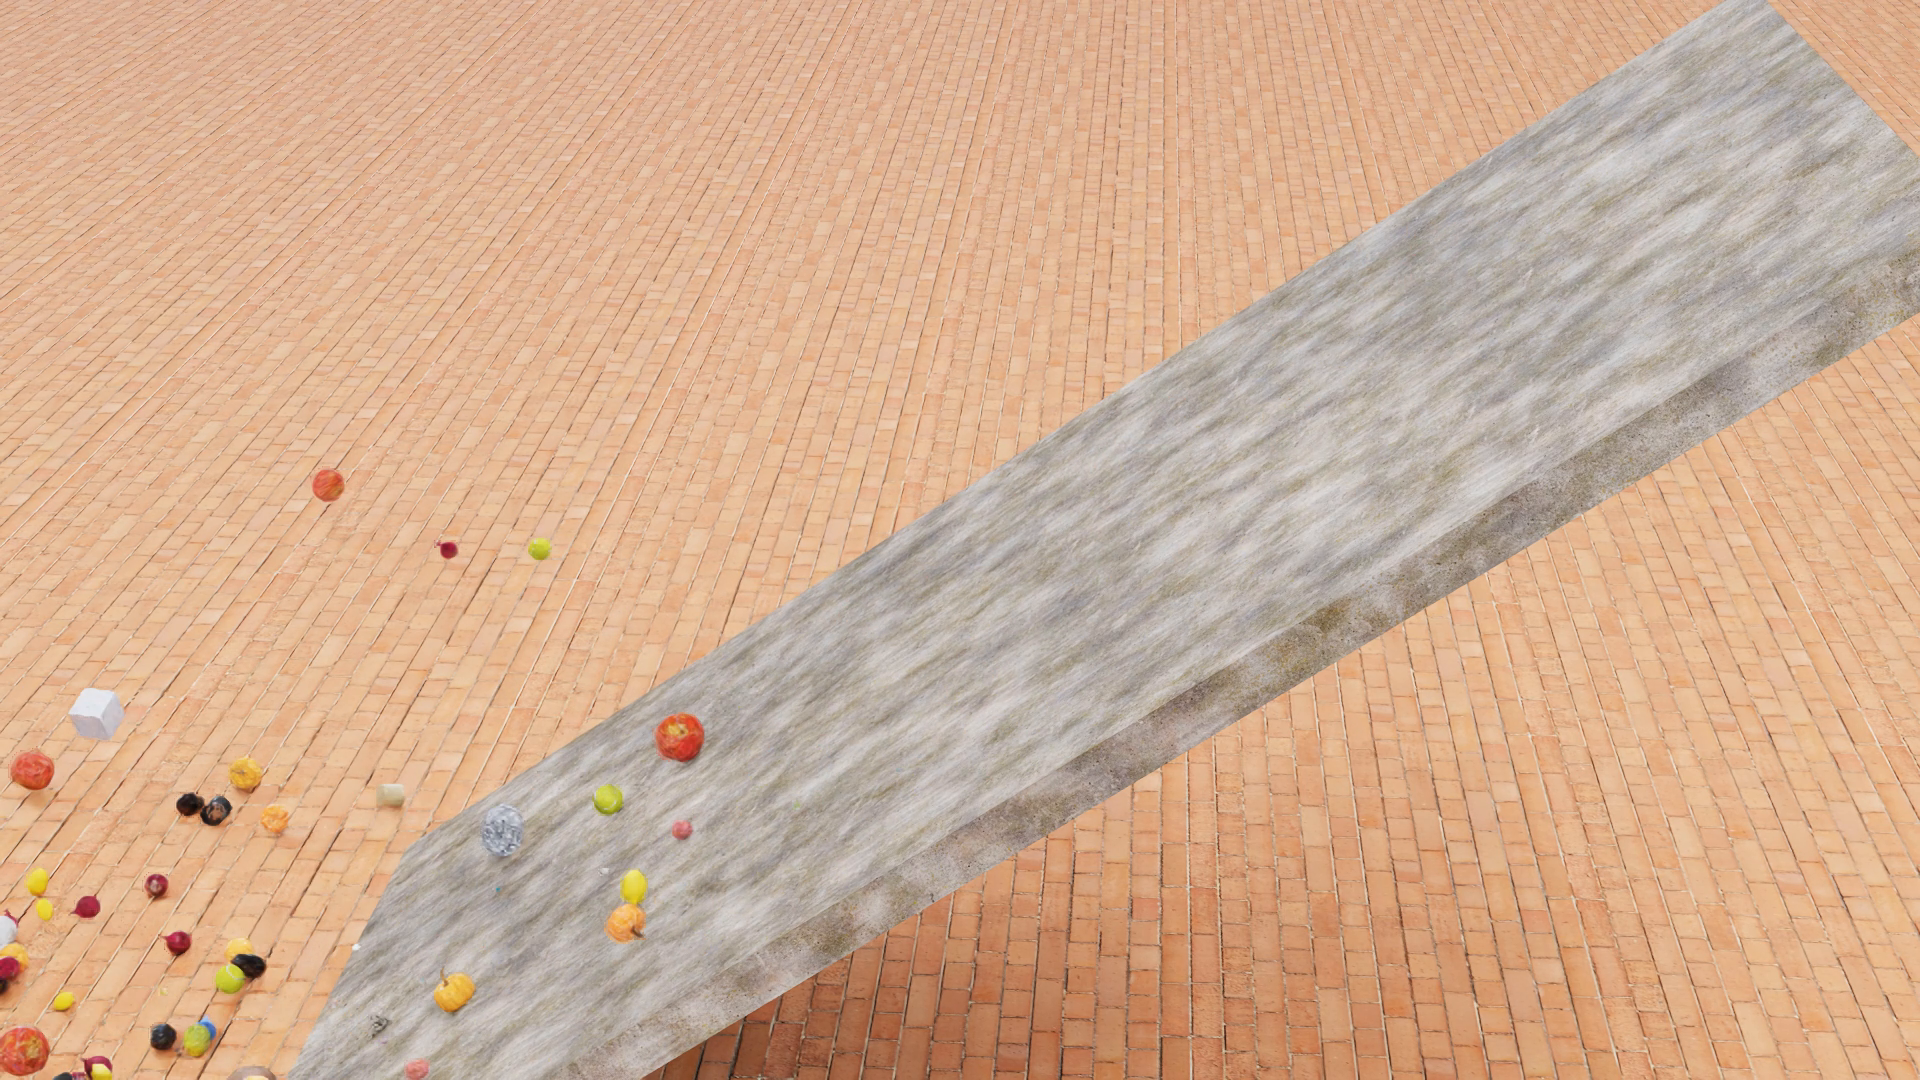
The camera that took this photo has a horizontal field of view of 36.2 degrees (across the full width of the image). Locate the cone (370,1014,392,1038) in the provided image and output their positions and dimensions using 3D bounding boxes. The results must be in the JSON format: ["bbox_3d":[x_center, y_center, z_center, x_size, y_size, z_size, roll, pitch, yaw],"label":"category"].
[{"bbox_3d":[-1.295,1.085,6.535,0.050,0.050,0.050,19,-14,5],"label":"cone"}]

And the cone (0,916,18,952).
[{"bbox_3d":[-2.397,1.003,7.340,0.097,0.097,0.097,-8,25,-20],"label":"cone"}]

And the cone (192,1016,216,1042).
[{"bbox_3d":[-1.795,1.150,6.996,0.060,0.060,0.060,-2,31,-6],"label":"cone"}]

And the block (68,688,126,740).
[{"bbox_3d":[-2.391,0.482,8.151,0.096,0.096,0.096,7,47,15],"label":"block"}]

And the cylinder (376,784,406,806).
[{"bbox_3d":[-1.571,0.704,8.116,0.060,0.060,0.060,5,16,-34],"label":"cylinder"}]

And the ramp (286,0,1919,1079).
[{"bbox_3d":[0.135,0.174,6.307,4.000,0.100,2.000,-33,16,15],"label":"ramp"}]

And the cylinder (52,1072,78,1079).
[{"bbox_3d":[-1.999,1.261,6.607,0.093,0.093,0.093,30,32,22],"label":"cylinder"}]

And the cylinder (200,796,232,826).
[{"bbox_3d":[-2.035,0.741,8.047,0.063,0.063,0.063,3,19,7],"label":"cylinder"}]
